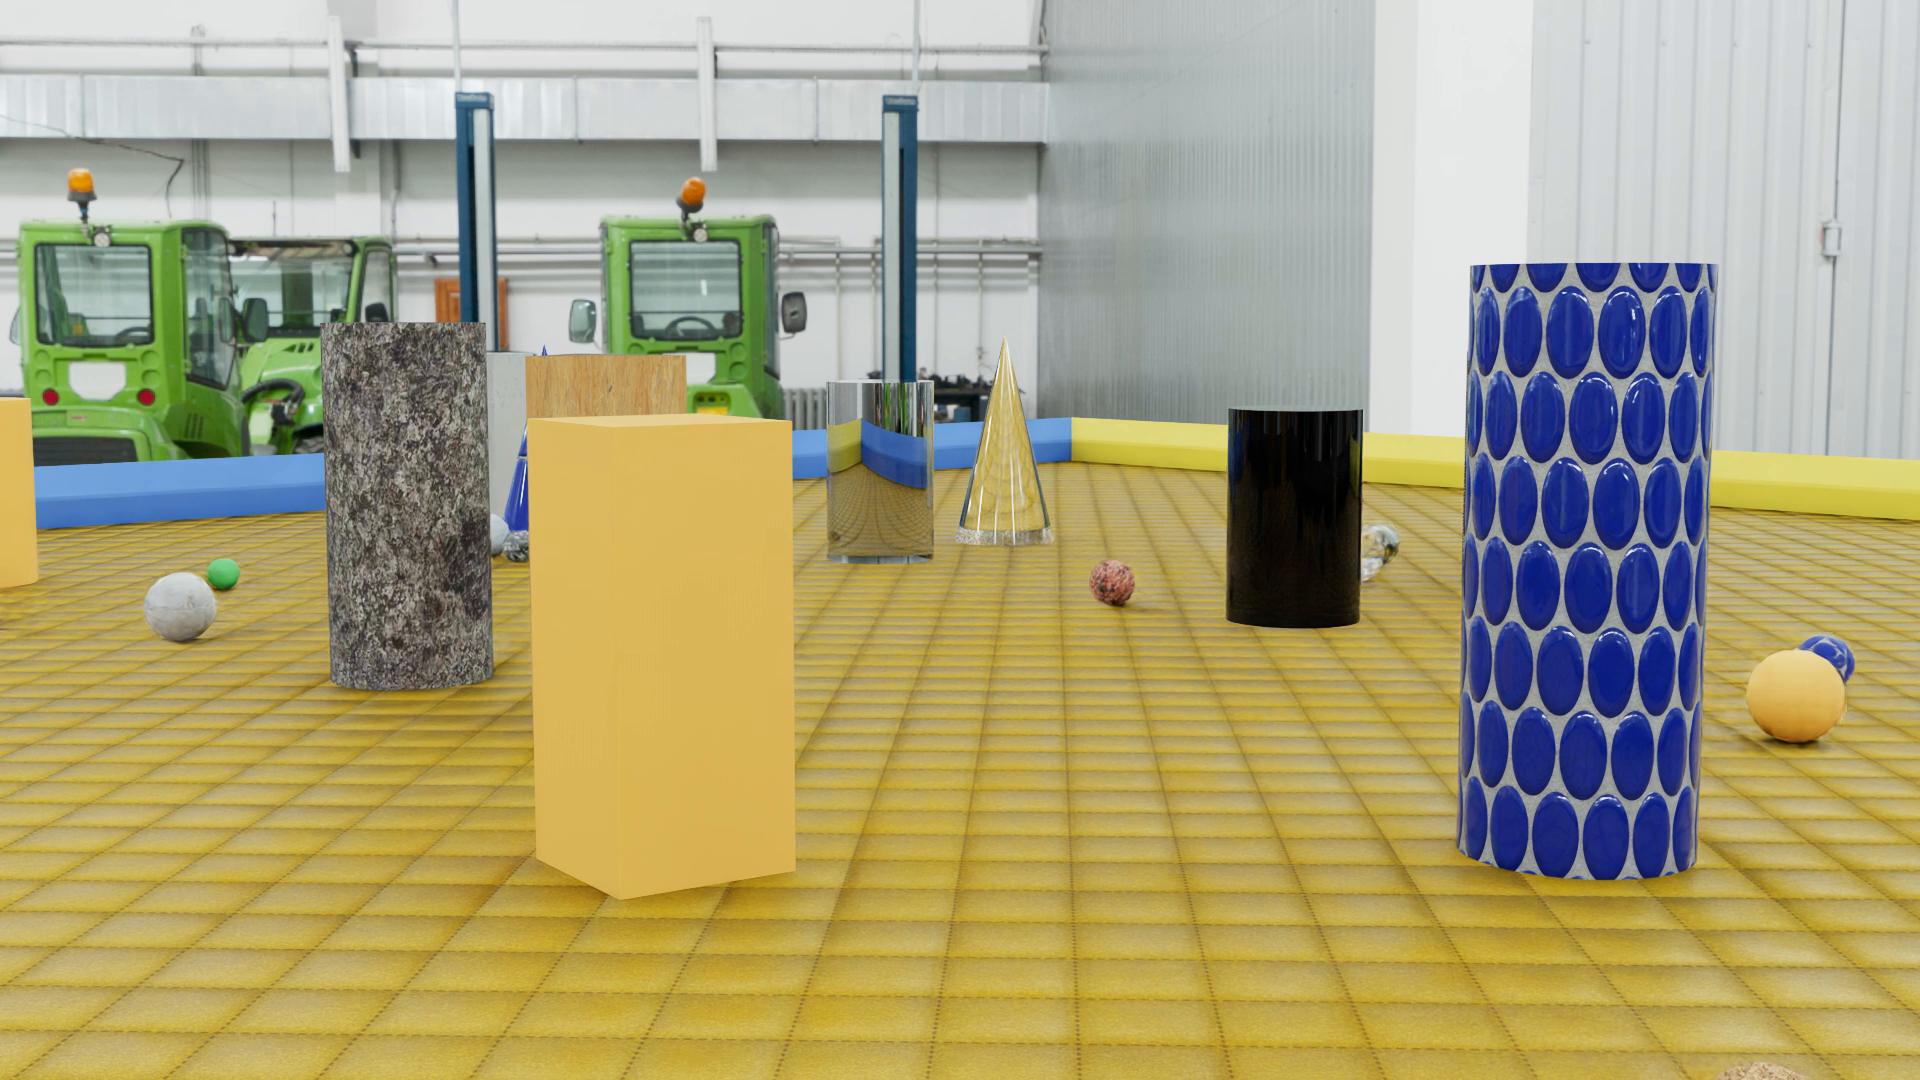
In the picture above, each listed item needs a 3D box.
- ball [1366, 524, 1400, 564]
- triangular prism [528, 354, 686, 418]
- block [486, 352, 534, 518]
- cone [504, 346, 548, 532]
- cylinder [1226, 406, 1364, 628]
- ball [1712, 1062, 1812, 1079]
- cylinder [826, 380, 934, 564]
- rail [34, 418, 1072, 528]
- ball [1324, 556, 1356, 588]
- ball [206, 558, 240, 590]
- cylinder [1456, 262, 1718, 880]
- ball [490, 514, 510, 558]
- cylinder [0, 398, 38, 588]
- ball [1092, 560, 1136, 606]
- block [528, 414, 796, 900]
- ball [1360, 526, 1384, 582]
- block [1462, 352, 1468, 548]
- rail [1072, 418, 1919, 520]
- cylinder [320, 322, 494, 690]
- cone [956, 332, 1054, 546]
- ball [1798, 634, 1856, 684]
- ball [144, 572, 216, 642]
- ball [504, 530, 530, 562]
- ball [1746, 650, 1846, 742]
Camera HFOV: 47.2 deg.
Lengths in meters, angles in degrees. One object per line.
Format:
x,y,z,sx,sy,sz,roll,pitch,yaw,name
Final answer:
0.727,0.008,3.822,0.073,0.073,0.073,0,6,0,ball
-0.393,-0.002,2.378,0.166,0.395,0.144,-2,6,-21,triangular prism
-0.993,-0.213,4.584,0.153,0.352,0.153,2,6,20,block
-0.788,-0.184,4.186,0.192,0.379,0.192,0,6,0,cone
0.478,-0.037,3.150,0.192,0.303,0.192,0,6,0,cylinder
0.398,0.295,1.083,0.074,0.074,0.074,0,6,0,ball
-0.142,-0.125,3.919,0.192,0.316,0.192,0,6,0,cylinder
-1.402,-0.127,4.844,4.751,0.125,0.045,-6,8,-42,rail
0.606,0.052,3.507,0.051,0.051,0.051,0,6,0,ball
-1.173,0.053,3.501,0.050,0.050,0.050,0,6,0,ball
0.507,0.018,1.789,0.192,0.479,0.192,0,6,0,cylinder
-0.846,-0.008,3.939,0.080,0.080,0.080,0,6,0,ball
-1.605,-0.079,3.567,0.192,0.298,0.192,0,6,0,cylinder
0.231,0.065,3.311,0.067,0.067,0.067,0,6,0,ball
-0.237,0.083,1.748,0.153,0.357,0.153,-4,7,-34,block
0.643,0.023,3.577,0.093,0.093,0.093,0,6,0,ball
0.908,-0.119,3.581,0.153,0.376,0.153,2,6,19,block
1.729,-0.135,4.918,0.045,0.125,4.183,-6,8,-42,rail
-0.664,-0.047,2.646,0.192,0.428,0.192,0,6,0,cylinder
0.086,-0.198,4.213,0.192,0.400,0.192,0,6,0,cone
1.008,0.143,2.564,0.067,0.067,0.067,0,6,0,ball
-1.046,0.090,2.949,0.092,0.092,0.092,0,6,0,ball
-0.773,0.011,3.860,0.058,0.058,0.058,0,6,0,ball
0.860,0.160,2.263,0.096,0.096,0.096,0,6,0,ball
